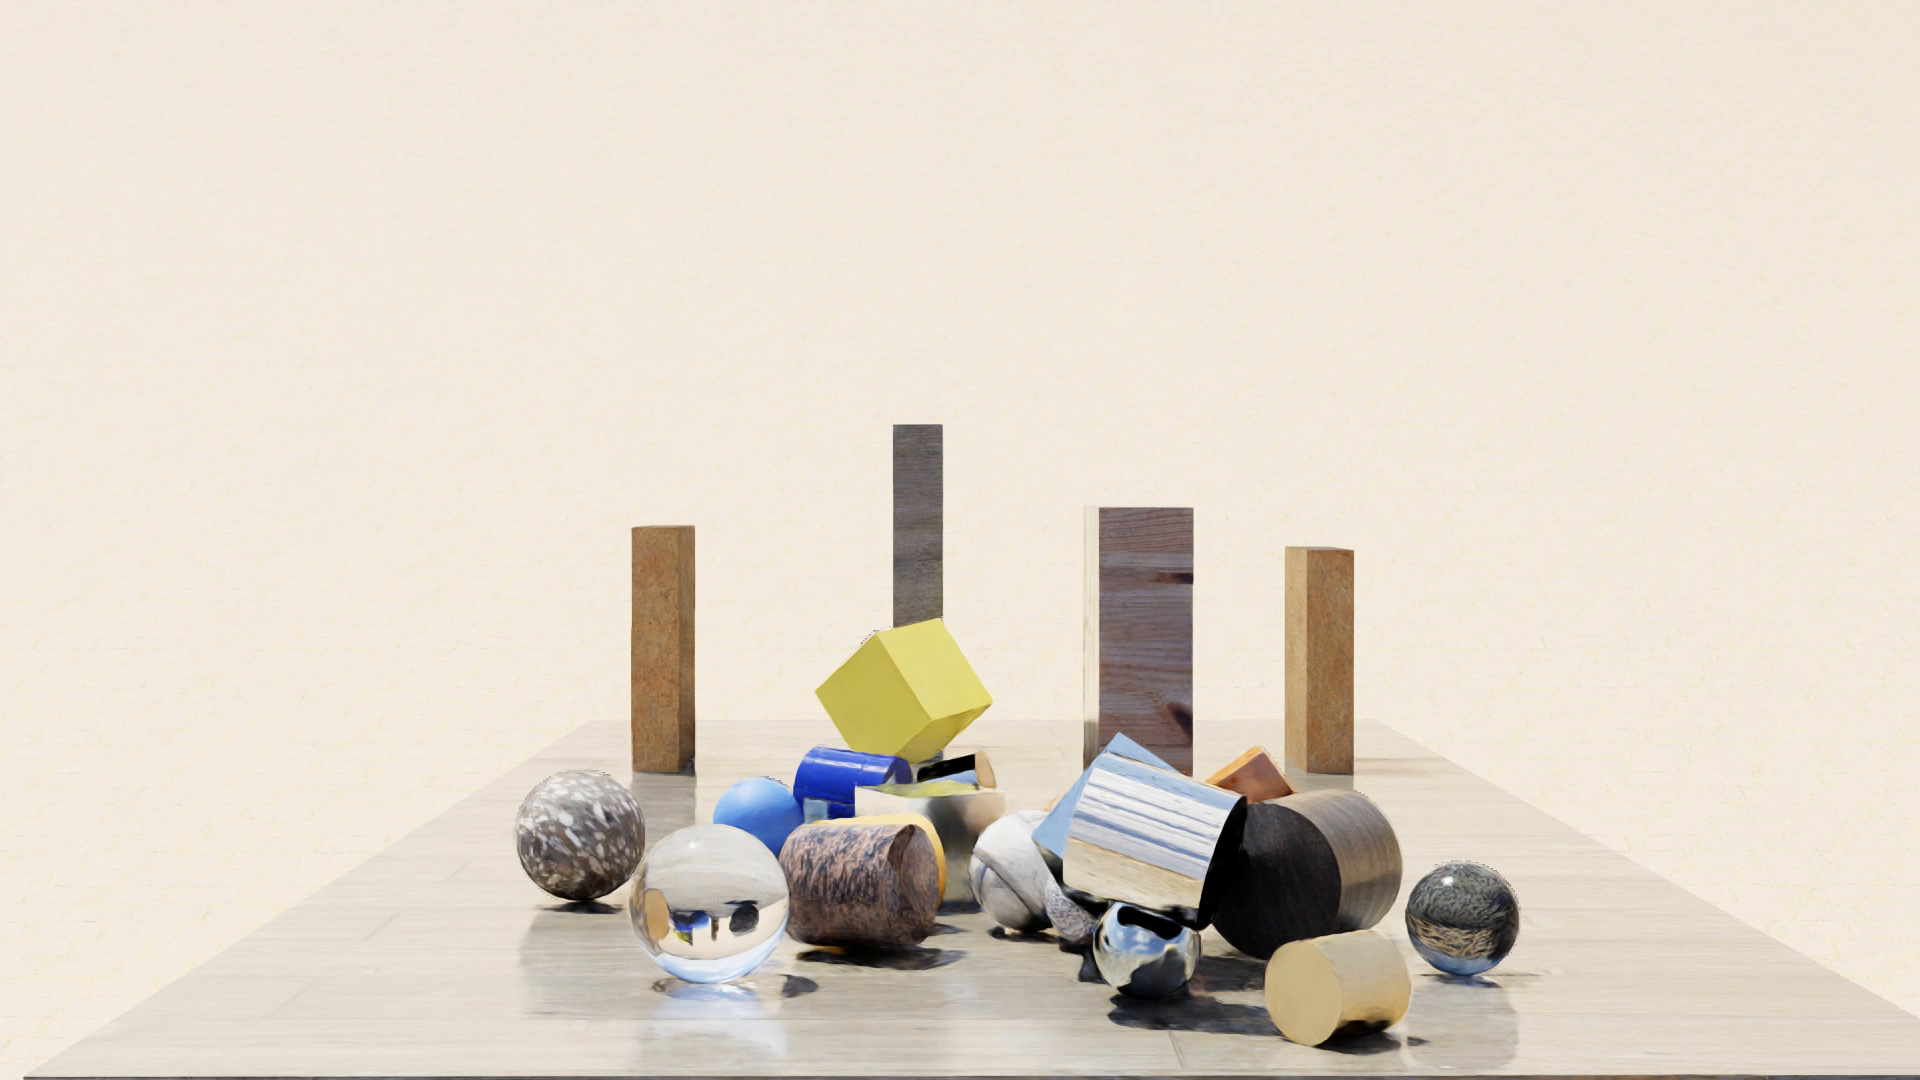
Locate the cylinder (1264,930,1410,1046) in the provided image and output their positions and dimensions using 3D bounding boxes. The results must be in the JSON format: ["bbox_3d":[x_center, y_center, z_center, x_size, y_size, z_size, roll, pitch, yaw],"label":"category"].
[{"bbox_3d":[0.403,0.477,2.757,0.110,0.110,0.110,-1,22,-40],"label":"cylinder"}]

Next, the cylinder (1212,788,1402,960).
[{"bbox_3d":[0.436,0.424,3.295,0.196,0.196,0.196,17,10,31],"label":"cylinder"}]

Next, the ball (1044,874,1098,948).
[{"bbox_3d":[0.171,0.459,3.307,0.125,0.125,0.125,0,27,0],"label":"ball"}]

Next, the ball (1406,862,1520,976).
[{"bbox_3d":[0.607,0.458,3.117,0.136,0.136,0.136,0,27,0],"label":"ball"}]

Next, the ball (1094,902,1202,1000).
[{"bbox_3d":[0.215,0.466,2.969,0.124,0.124,0.124,0,27,0],"label":"ball"}]

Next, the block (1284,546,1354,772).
[{"bbox_3d":[0.765,0.248,5.513,0.098,0.461,0.360,0,1,0],"label":"block"}]

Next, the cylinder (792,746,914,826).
[{"bbox_3d":[-0.170,0.410,4.107,0.146,0.146,0.146,5,27,23],"label":"cylinder"}]

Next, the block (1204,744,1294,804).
[{"bbox_3d":[0.396,0.400,3.564,0.162,0.162,0.162,-36,-3,2],"label":"block"}]

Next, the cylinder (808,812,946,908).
[{"bbox_3d":[-0.121,0.445,3.459,0.148,0.148,0.148,-1,23,-35],"label":"cylinder"}]

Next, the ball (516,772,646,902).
[{"bbox_3d":[-0.541,0.422,3.684,0.184,0.184,0.184,0,27,0],"label":"ball"}]

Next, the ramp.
[{"bbox_3d":[0.061,0.547,4.583,2.000,0.100,4.000,0,1,0],"label":"ramp"}]

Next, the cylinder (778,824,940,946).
[{"bbox_3d":[-0.129,0.437,3.266,0.153,0.153,0.153,-3,23,26],"label":"cylinder"}]

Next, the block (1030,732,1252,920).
[{"bbox_3d":[0.223,0.379,3.159,0.171,0.171,0.171,33,73,32],"label":"block"}]

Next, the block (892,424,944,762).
[{"bbox_3d":[-0.091,0.110,5.761,0.108,0.727,0.414,0,1,0],"label":"block"}]

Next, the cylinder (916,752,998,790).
[{"bbox_3d":[-0.004,0.423,4.374,0.106,0.106,0.106,-16,23,16],"label":"cylinder"}]

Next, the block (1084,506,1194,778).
[{"bbox_3d":[0.263,0.230,3.864,0.134,0.561,0.430,0,1,0],"label":"block"}]

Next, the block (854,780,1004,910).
[{"bbox_3d":[-0.045,0.435,3.688,0.158,0.158,0.158,-1,1,-29],"label":"block"}]

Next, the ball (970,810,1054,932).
[{"bbox_3d":[0.093,0.439,3.426,0.161,0.161,0.161,0,27,0],"label":"ball"}]

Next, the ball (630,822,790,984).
[{"bbox_3d":[-0.297,0.431,3.067,0.190,0.190,0.190,0,27,0],"label":"ball"}]

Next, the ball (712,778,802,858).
[{"bbox_3d":[-0.313,0.439,3.993,0.140,0.140,0.140,0,27,0],"label":"ball"}]

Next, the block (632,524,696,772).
[{"bbox_3d":[-0.633,0.224,5.534,0.097,0.508,0.359,0,1,0],"label":"block"}]

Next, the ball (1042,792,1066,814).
[{"bbox_3d":[0.162,0.410,3.597,0.120,0.120,0.120,0,27,0],"label":"ball"}]

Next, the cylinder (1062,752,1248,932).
[{"bbox_3d":[0.220,0.339,2.903,0.160,0.160,0.160,17,31,18],"label":"cylinder"}]

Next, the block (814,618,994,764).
[{"bbox_3d":[-0.095,0.269,4.418,0.179,0.179,0.179,-11,63,-53],"label":"block"}]
